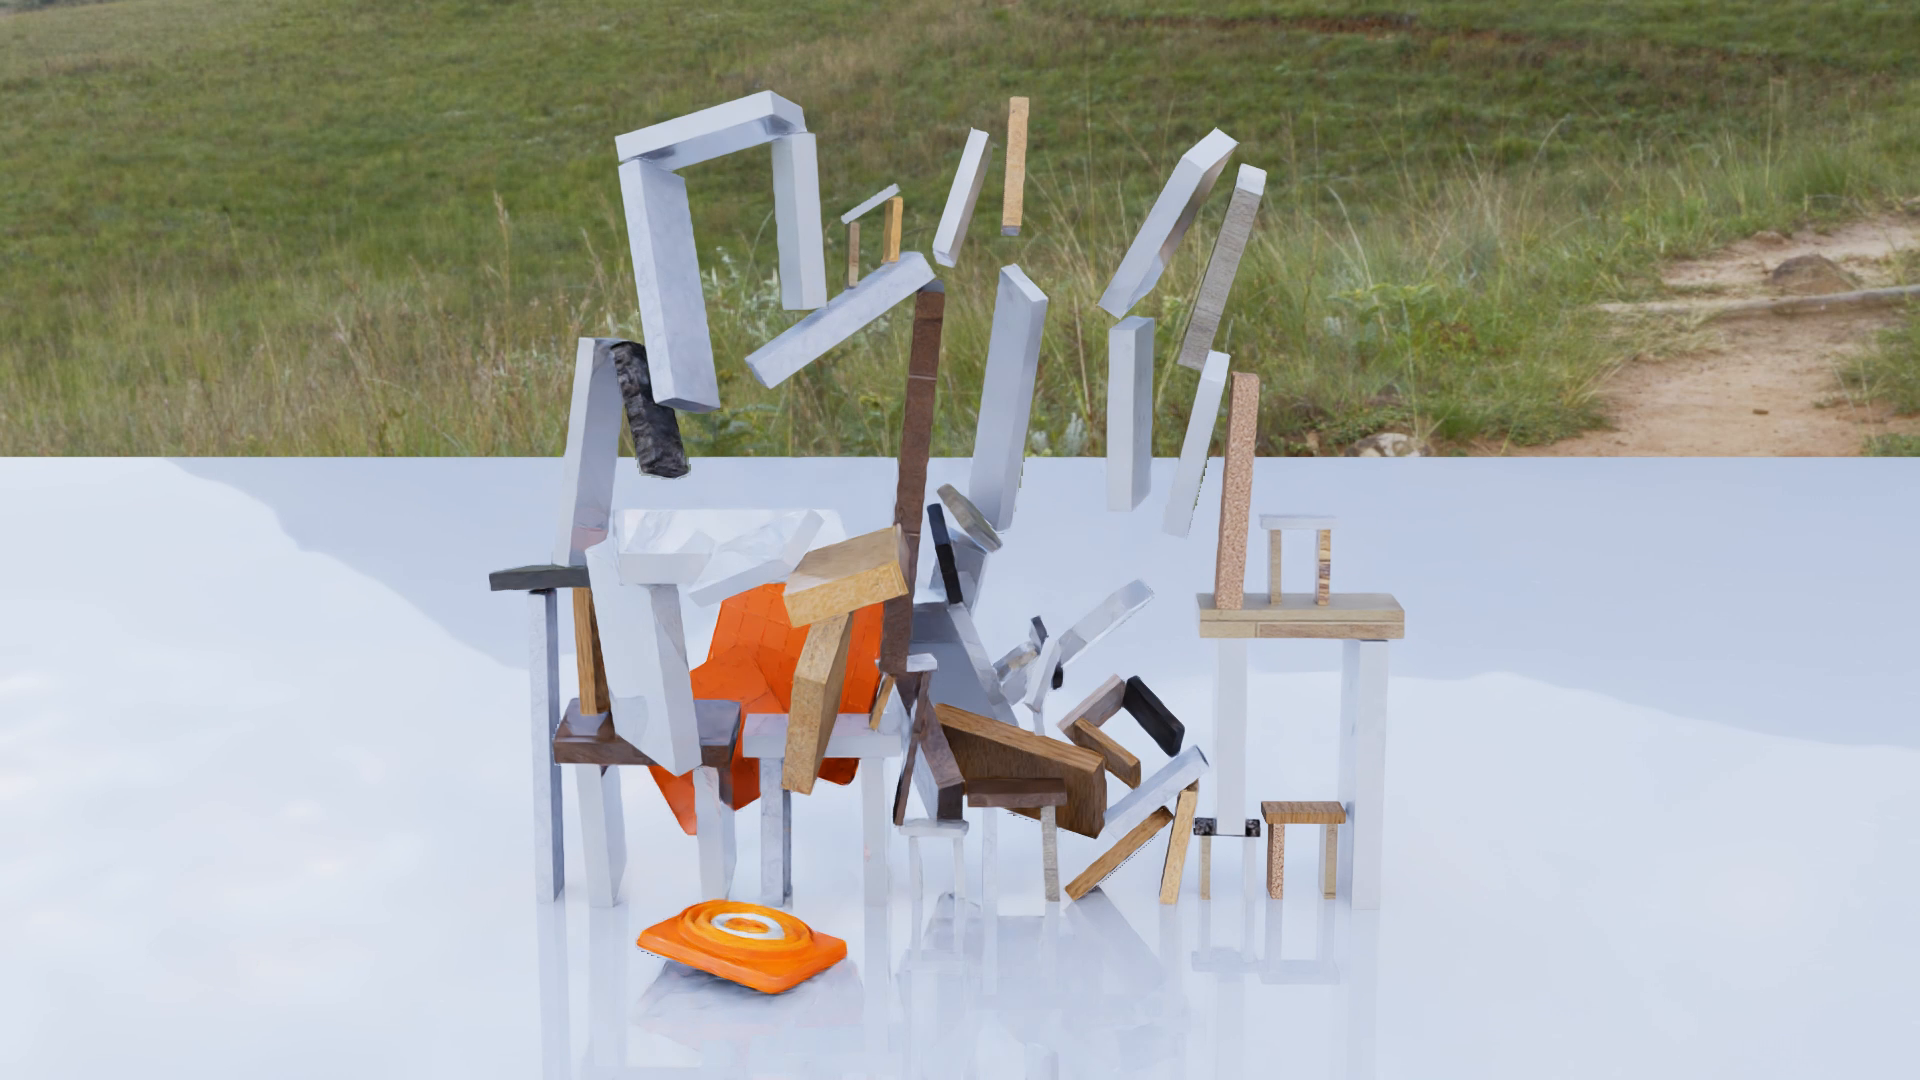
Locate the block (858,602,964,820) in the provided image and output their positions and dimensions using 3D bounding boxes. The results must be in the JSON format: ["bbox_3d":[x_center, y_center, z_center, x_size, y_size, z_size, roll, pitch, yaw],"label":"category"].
[{"bbox_3d":[-0.088,0.291,3.769,0.045,0.159,0.416,-16,55,-13],"label":"block"}]

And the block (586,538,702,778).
[{"bbox_3d":[-0.482,0.180,3.357,0.048,0.338,0.169,-27,38,-34],"label":"block"}]

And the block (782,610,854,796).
[{"bbox_3d":[-0.217,0.231,3.359,0.048,0.169,0.364,16,-33,2],"label":"block"}]

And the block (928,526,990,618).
[{"bbox_3d":[-0.004,0.062,3.849,0.086,0.173,0.024,27,45,14],"label":"block"}]

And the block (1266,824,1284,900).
[{"bbox_3d":[0.525,0.525,3.662,0.018,0.131,0.065,0,11,0],"label":"block"}]

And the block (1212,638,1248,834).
[{"bbox_3d":[0.444,0.306,3.625,0.046,0.324,0.162,0,8,4],"label":"block"}]

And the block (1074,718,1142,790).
[{"bbox_3d":[0.247,0.356,3.677,0.019,0.067,0.133,-38,54,-24],"label":"block"}]

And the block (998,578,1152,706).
[{"bbox_3d":[0.201,0.177,3.811,0.278,0.039,0.139,-41,-8,23],"label":"block"}]

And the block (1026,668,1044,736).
[{"bbox_3d":[0.126,0.269,3.656,0.016,0.057,0.113,-7,31,1],"label":"block"}]

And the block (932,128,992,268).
[{"bbox_3d":[0.004,-0.535,3.446,0.028,0.198,0.099,18,-5,6],"label":"block"}]

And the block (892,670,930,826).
[{"bbox_3d":[-0.080,0.338,3.619,0.013,0.261,0.046,9,8,-9],"label":"block"}]

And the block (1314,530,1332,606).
[{"bbox_3d":[0.589,0.040,3.571,0.017,0.123,0.062,1,8,4],"label":"block"}]

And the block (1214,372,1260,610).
[{"bbox_3d":[0.448,-0.082,3.560,0.039,0.369,0.139,4,9,4],"label":"block"}]

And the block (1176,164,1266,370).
[{"bbox_3d":[0.417,-0.435,3.503,0.043,0.301,0.150,18,26,3],"label":"block"}]

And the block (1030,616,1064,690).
[{"bbox_3d":[0.146,0.191,3.716,0.016,0.057,0.113,-16,57,-11],"label":"block"}]

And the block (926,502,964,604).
[{"bbox_3d":[-0.025,0.024,3.719,0.024,0.173,0.086,-13,53,1],"label":"block"}]

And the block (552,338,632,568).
[{"bbox_3d":[-0.584,-0.140,3.489,0.029,0.360,0.103,12,9,24],"label":"block"}]

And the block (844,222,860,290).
[{"bbox_3d":[-0.169,-0.442,3.423,0.014,0.100,0.050,2,0,-12],"label":"block"}]

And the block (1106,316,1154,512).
[{"bbox_3d":[0.283,-0.211,3.652,0.043,0.301,0.150,4,15,16],"label":"block"}]

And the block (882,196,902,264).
[{"bbox_3d":[-0.106,-0.482,3.426,0.014,0.100,0.050,3,2,-17],"label":"block"}]

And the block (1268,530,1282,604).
[{"bbox_3d":[0.512,0.040,3.580,0.017,0.123,0.062,-1,8,4],"label":"block"}]

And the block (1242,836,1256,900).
[{"bbox_3d":[0.480,0.537,3.655,0.015,0.109,0.054,0,10,0],"label":"block"}]

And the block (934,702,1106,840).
[{"bbox_3d":[0.097,0.394,3.765,0.318,0.159,0.045,16,43,24],"label":"block"}]

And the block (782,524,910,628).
[{"bbox_3d":[-0.148,0.045,2.943,0.154,0.044,0.308,-17,9,2],"label":"block"}]

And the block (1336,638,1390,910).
[{"bbox_3d":[0.663,0.369,3.632,0.046,0.448,0.162,0,11,0],"label":"block"}]

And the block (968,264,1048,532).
[{"bbox_3d":[0.074,-0.223,3.575,0.028,0.471,0.099,-17,46,-26],"label":"block"}]

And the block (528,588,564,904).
[{"bbox_3d":[-0.681,0.334,3.622,0.029,0.520,0.101,0,11,0],"label":"block"}]

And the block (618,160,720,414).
[{"bbox_3d":[-0.450,-0.391,3.414,0.037,0.381,0.132,-14,-10,24],"label":"block"}]

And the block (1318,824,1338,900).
[{"bbox_3d":[0.612,0.525,3.662,0.018,0.131,0.065,0,11,0],"label":"block"}]

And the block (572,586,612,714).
[{"bbox_3d":[-0.572,0.170,3.508,0.029,0.203,0.101,-1,6,22],"label":"block"}]

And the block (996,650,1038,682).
[{"bbox_3d":[0.101,0.225,3.904,0.058,0.016,0.115,-22,-11,-16],"label":"block"}]

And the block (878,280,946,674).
[{"bbox_3d":[-0.079,-0.102,3.518,0.044,0.614,0.154,5,14,-3],"label":"block"}]

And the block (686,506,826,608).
[{"bbox_3d":[-0.284,0.025,3.045,0.205,0.029,0.103,-21,30,43],"label":"block"}]

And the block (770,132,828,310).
[{"bbox_3d":[-0.250,-0.490,3.398,0.037,0.264,0.132,-6,8,-18],"label":"block"}]

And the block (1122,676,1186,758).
[{"bbox_3d":[0.322,0.294,3.664,0.019,0.067,0.133,-23,53,-27],"label":"block"}]

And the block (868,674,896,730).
[{"bbox_3d":[-0.127,0.259,3.592,0.013,0.093,0.046,20,10,-7],"label":"block"}]
